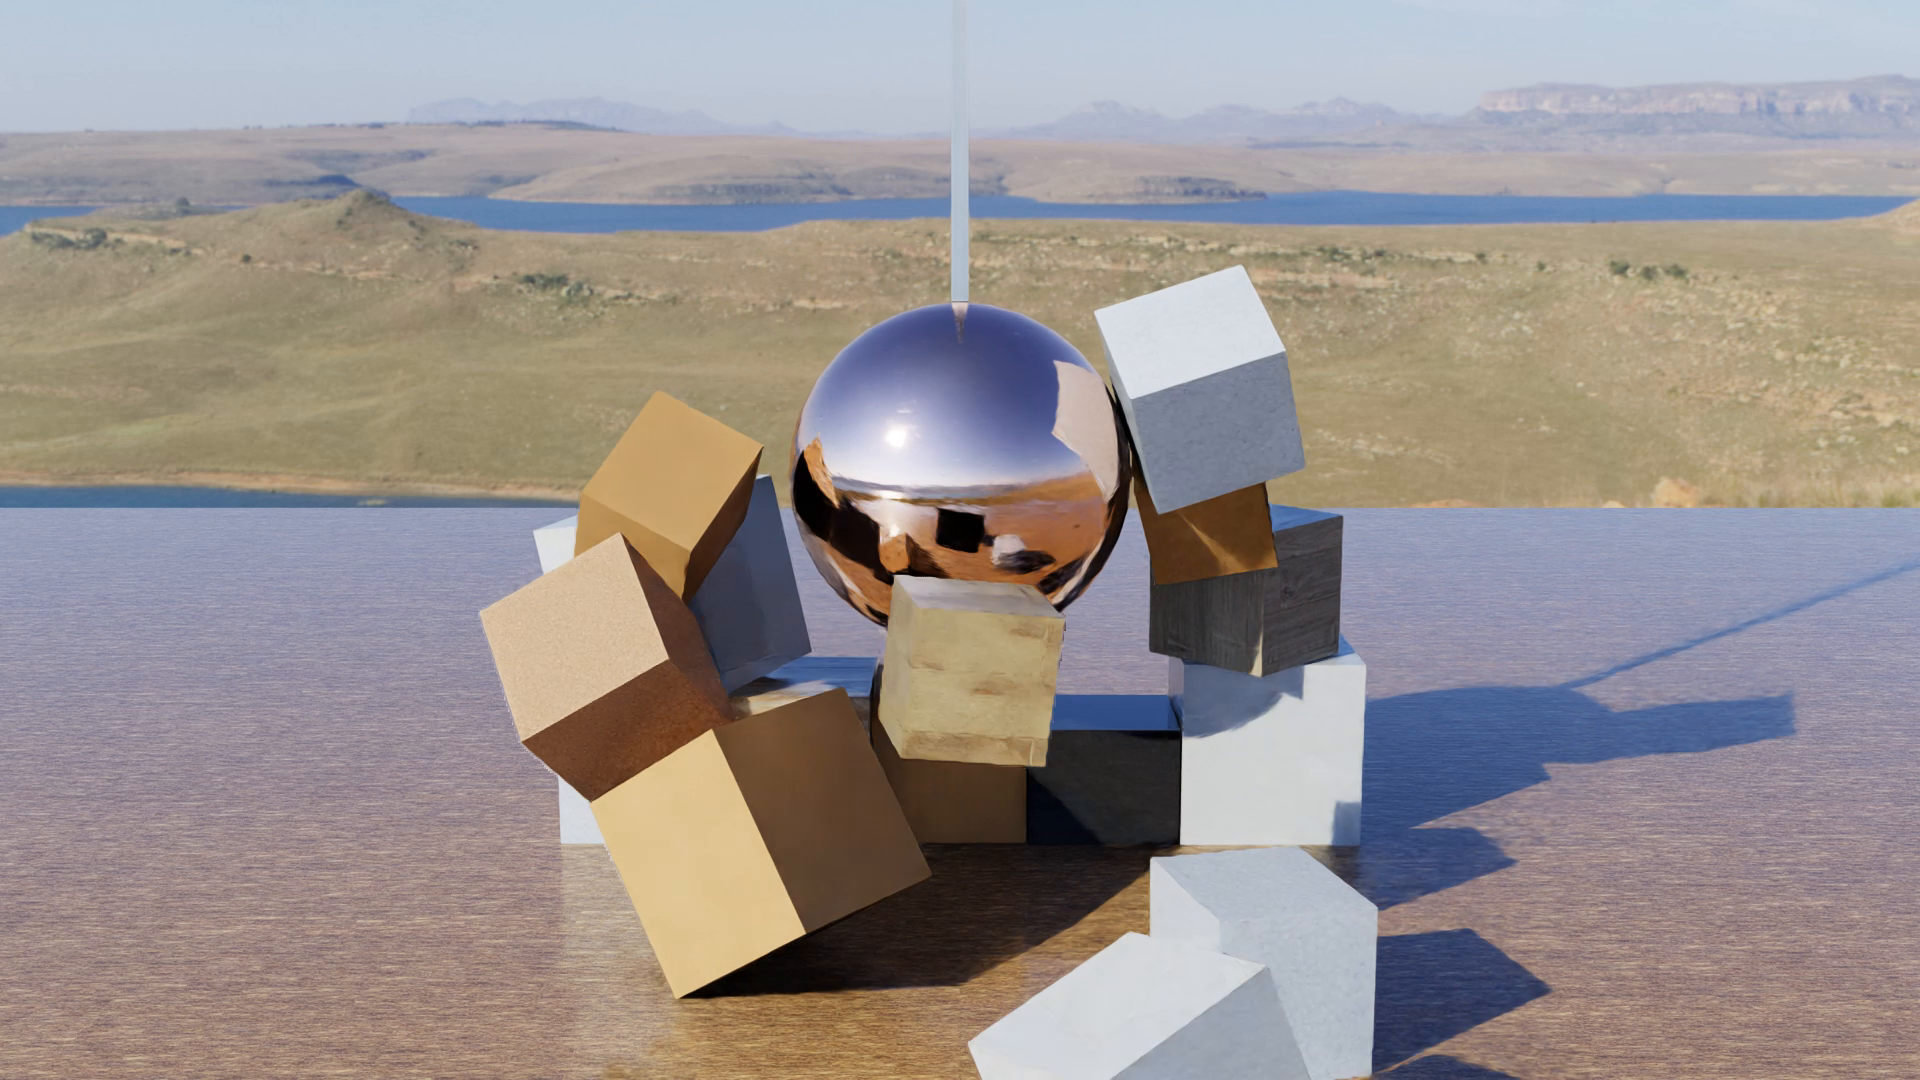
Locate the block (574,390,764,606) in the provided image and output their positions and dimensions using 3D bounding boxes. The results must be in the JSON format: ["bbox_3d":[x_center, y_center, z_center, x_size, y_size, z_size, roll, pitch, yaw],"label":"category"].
[{"bbox_3d":[-1.352,-0.159,10.155,0.558,0.630,0.674,28,56,4],"label":"block"}]

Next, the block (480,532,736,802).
[{"bbox_3d":[-1.522,0.591,9.630,0.711,0.758,0.737,-30,53,3],"label":"block"}]

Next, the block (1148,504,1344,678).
[{"bbox_3d":[1.440,0.221,11.102,0.712,0.713,0.643,11,16,44],"label":"block"}]

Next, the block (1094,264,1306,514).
[{"bbox_3d":[1.081,-0.677,9.901,0.698,0.706,0.655,-18,43,1],"label":"block"}]

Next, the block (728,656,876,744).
[{"bbox_3d":[-0.859,1.089,11.358,0.827,0.794,0.871,0,10,0],"label":"block"}]

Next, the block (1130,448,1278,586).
[{"bbox_3d":[1.149,-0.251,10.428,0.575,0.634,0.579,-10,44,9],"label":"block"}]

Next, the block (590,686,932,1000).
[{"bbox_3d":[-0.837,1.263,9.265,0.830,0.891,0.840,-32,-10,36],"label":"block"}]

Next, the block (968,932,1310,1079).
[{"bbox_3d":[0.592,1.727,6.832,0.694,0.655,0.707,-28,14,-28],"label":"block"}]

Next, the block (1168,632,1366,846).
[{"bbox_3d":[1.565,1.014,11.380,0.905,0.934,0.757,0,10,0],"label":"block"}]

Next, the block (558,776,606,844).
[{"bbox_3d":[-1.651,1.156,11.371,0.735,0.656,0.629,0,10,0],"label":"block"}]

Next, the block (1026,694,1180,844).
[{"bbox_3d":[0.724,1.180,11.398,0.757,0.599,0.712,0,10,0],"label":"block"}]

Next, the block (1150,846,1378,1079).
[{"bbox_3d":[1.166,1.655,8.589,0.632,0.670,0.761,-3,11,-14],"label":"block"}]

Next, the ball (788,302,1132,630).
[{"bbox_3d":[0.000,-0.304,10.245,1.600,1.600,1.600,0,10,0],"label":"ball"}]

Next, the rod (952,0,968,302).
[{"bbox_3d":[0.000,-3.701,10.126,0.080,5.200,0.080,0,2,0],"label":"rod"}]

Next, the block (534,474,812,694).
[{"bbox_3d":[-1.447,0.266,11.158,0.845,0.946,0.885,-5,12,36],"label":"block"}]

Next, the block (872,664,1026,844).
[{"bbox_3d":[-0.051,1.097,11.388,0.770,0.767,0.667,0,10,0],"label":"block"}]

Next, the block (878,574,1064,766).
[{"bbox_3d":[0.031,0.506,8.654,0.568,0.590,0.580,5,11,-12],"label":"block"}]
